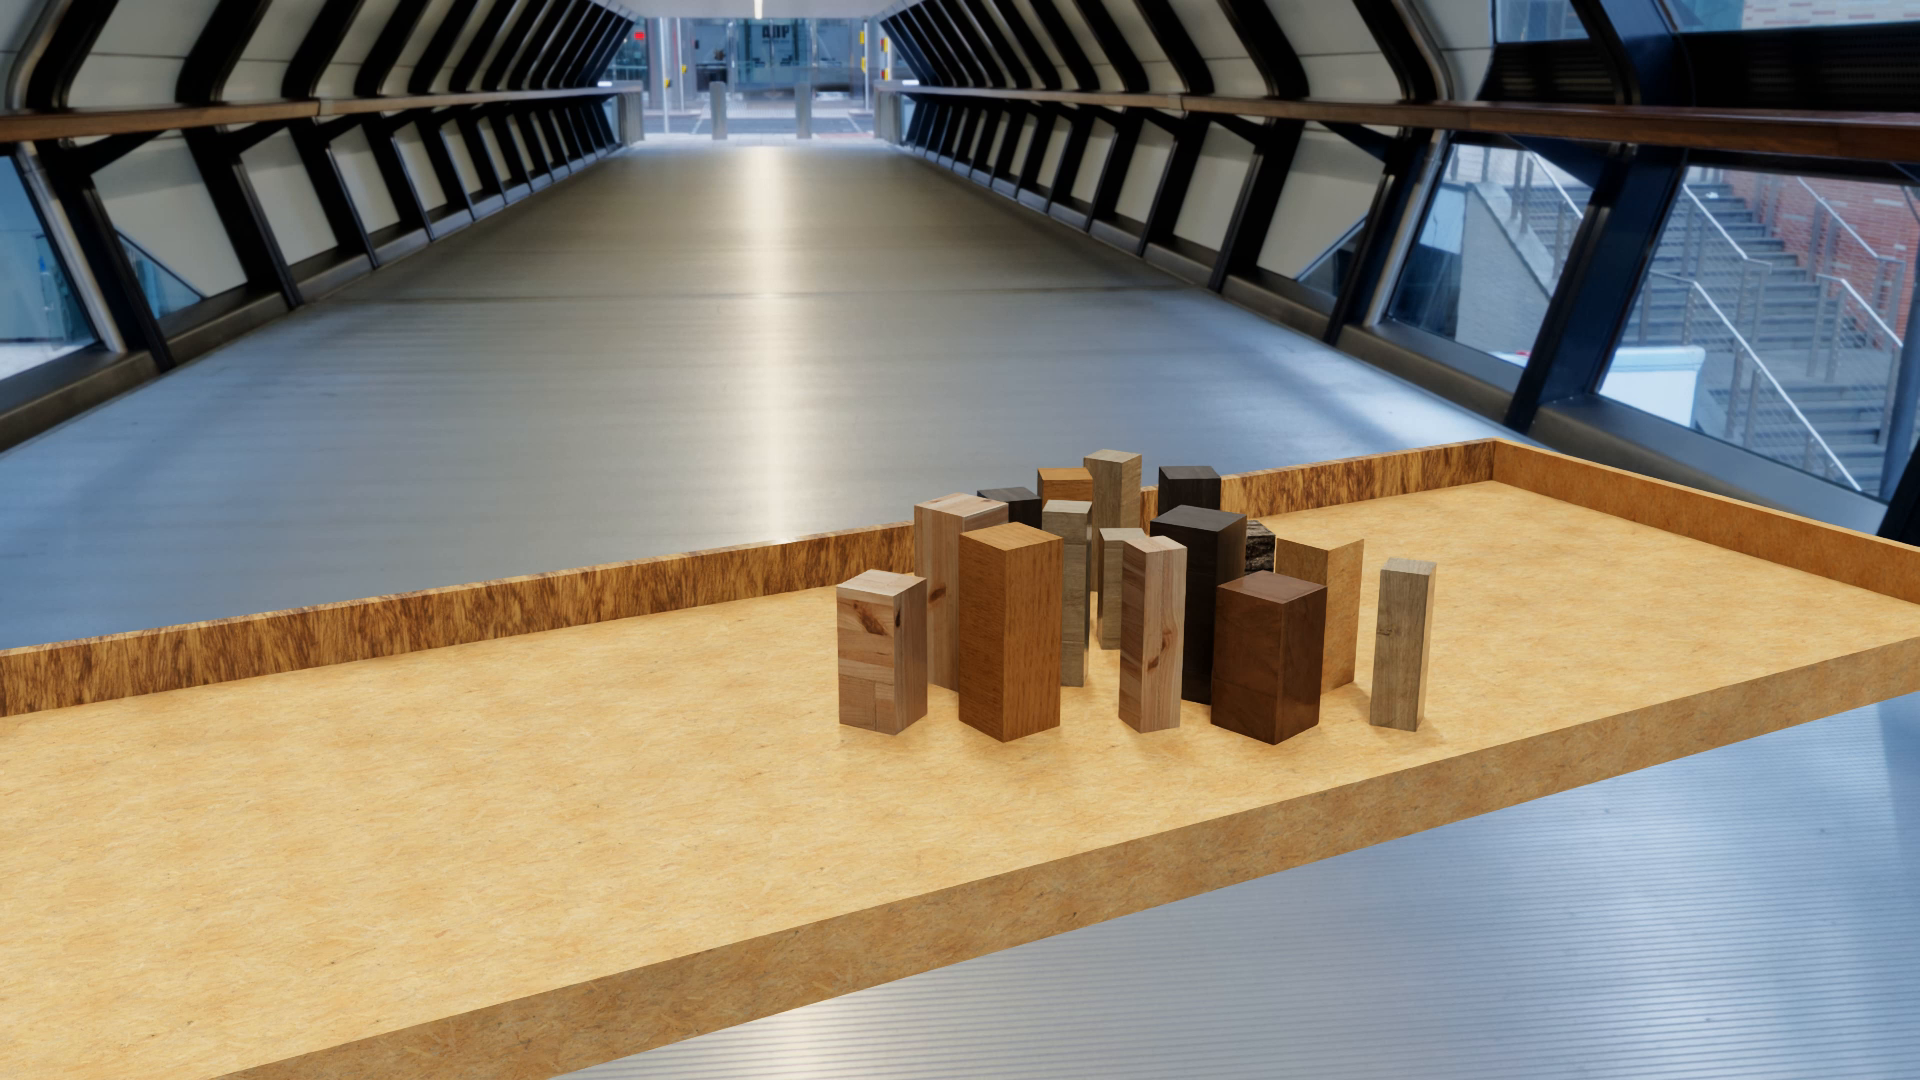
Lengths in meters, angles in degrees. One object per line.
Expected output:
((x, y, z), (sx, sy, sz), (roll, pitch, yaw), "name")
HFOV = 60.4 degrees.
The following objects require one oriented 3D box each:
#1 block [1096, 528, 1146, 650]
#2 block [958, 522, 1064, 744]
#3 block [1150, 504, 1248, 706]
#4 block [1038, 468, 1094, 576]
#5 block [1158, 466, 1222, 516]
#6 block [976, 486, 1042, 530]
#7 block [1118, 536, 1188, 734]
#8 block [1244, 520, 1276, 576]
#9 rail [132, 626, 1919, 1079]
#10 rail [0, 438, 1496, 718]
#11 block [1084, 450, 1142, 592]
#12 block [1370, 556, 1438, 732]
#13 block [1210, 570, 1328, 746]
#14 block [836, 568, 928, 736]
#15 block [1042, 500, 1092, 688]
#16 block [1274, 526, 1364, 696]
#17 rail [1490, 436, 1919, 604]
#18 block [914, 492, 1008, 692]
((0.430, 0.130, 4.378), (0.114, 0.302, 0.114), (-1, 16, -2), "block")
((0.116, 0.211, 3.822), (0.170, 0.460, 0.170), (-12, 20, -35), "block")
((0.577, 0.156, 4.046), (0.176, 0.438, 0.176), (10, 19, 31), "block")
((0.290, 0.009, 4.616), (0.137, 0.400, 0.137), (-1, 16, -4), "block")
((0.629, 0.014, 4.573), (0.144, 0.415, 0.144), (-1, 16, -4), "block")
((0.128, 0.080, 4.348), (0.131, 0.414, 0.131), (-5, 17, -18), "block")
((0.446, 0.220, 3.830), (0.106, 0.439, 0.106), (-7, 18, -22), "block")
((0.729, 0.128, 4.337), (0.142, 0.328, 0.142), (-3, 17, -9), "block")
((-2.336, 1.006, 1.665), (12.000, 0.150, 0.050), (-9, 18, -27), "rail")
((-3.305, 0.497, 3.399), (12.000, 0.150, 0.050), (-9, 18, -27), "rail")
((0.441, -0.052, 4.824), (0.125, 0.399, 0.125), (10, 19, 31), "block")
((1.033, 0.243, 3.849), (0.108, 0.383, 0.108), (7, 18, 24), "block")
((0.717, 0.270, 3.833), (0.180, 0.341, 0.180), (-16, 23, -43), "block")
((-0.181, 0.261, 3.865), (0.152, 0.340, 0.152), (9, 19, 27), "block")
((0.264, 0.133, 4.103), (0.110, 0.450, 0.110), (3, 17, 11), "block")
((0.885, 0.174, 4.100), (0.151, 0.373, 0.151), (-15, 22, -41), "block")
((2.466, -0.048, 5.253), (0.050, 0.150, 2.100), (-9, 18, -27), "rail")
((0.003, 0.130, 4.108), (0.164, 0.454, 0.164), (14, 21, 39), "block")
